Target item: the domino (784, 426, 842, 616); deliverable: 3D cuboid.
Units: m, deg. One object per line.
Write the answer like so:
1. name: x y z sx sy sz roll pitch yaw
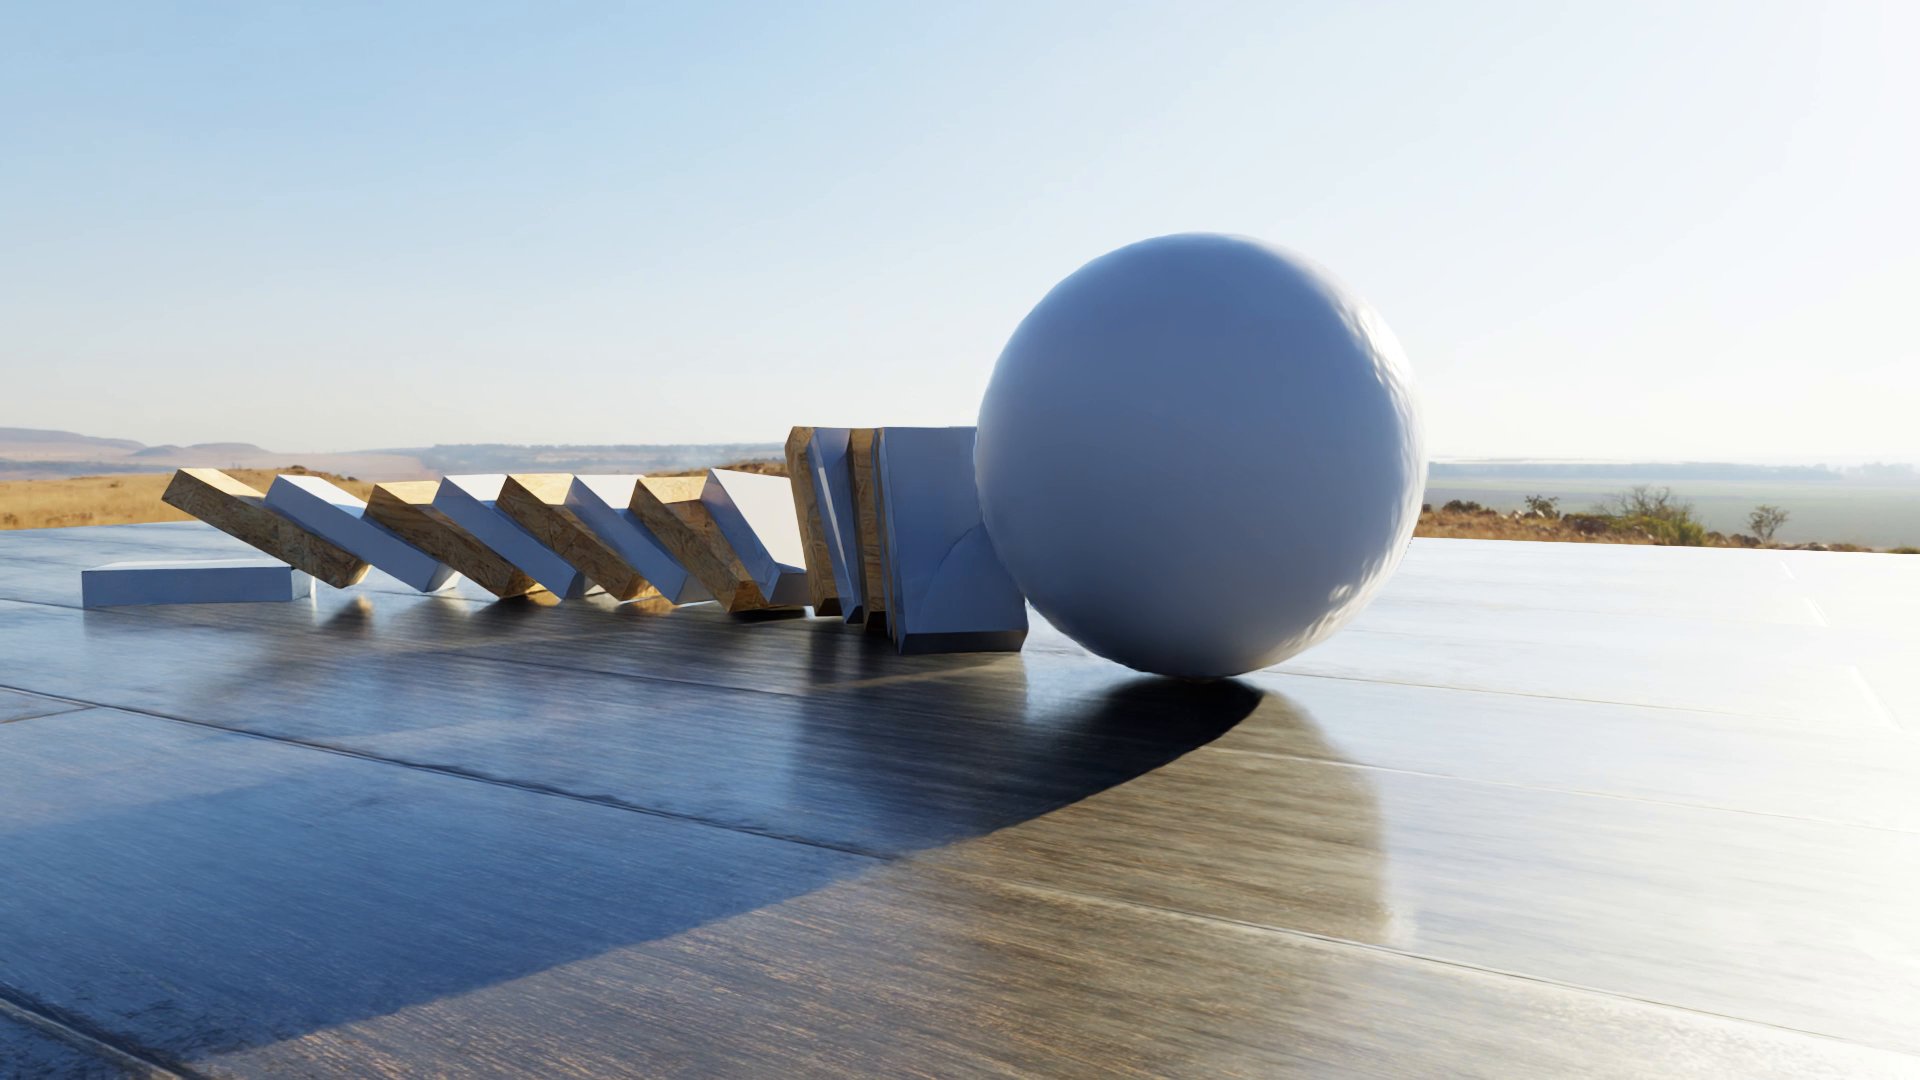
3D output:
1. domino: -0.028 -0.005 0.324 0.025 0.050 0.009 0 -31 -24

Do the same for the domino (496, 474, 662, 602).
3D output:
1. domino: -0.103 -0.002 0.361 0.050 0.009 0.025 34 16 19

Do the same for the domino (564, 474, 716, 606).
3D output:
1. domino: -0.084 -0.001 0.355 0.050 0.009 0.025 37 21 26

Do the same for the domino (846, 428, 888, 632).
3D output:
1. domino: -0.012 -0.003 0.303 0.025 0.050 0.010 -1 -31 -13

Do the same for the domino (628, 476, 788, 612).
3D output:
1. domino: -0.065 0.000 0.345 0.025 0.009 0.050 -5 36 -48

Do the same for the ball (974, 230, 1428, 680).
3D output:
1. ball: 0.042 -0.015 0.233 0.080 0.080 0.080 0 4 0

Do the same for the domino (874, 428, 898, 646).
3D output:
1. domino: -0.004 -0.002 0.281 0.025 0.050 0.009 -1 -31 -12

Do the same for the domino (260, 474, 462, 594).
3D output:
1. domino: -0.168 -0.002 0.366 0.050 0.009 0.025 29 0 -3

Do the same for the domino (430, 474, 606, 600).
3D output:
1. domino: -0.122 -0.002 0.365 0.050 0.009 0.025 33 14 14

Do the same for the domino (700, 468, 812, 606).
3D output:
1. domino: -0.048 -0.001 0.339 0.025 0.009 0.050 6 29 -38

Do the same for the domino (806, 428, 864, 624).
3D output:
1. domino: -0.020 -0.004 0.315 0.025 0.050 0.009 -2 -30 -25

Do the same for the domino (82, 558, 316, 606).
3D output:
1. domino: -0.208 0.011 0.353 0.050 0.009 0.025 -1 4 -14

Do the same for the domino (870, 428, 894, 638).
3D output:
1. domino: -0.006 -0.003 0.292 0.025 0.050 0.010 -1 -31 -11

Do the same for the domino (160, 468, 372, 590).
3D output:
1. domino: -0.191 -0.003 0.358 0.050 0.010 0.025 30 -3 -12

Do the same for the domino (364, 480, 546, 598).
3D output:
1. domino: -0.142 -0.001 0.369 0.050 0.009 0.025 29 11 12

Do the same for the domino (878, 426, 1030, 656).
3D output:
1. domino: -0.002 -0.001 0.269 0.025 0.050 0.010 -1 -31 -12
